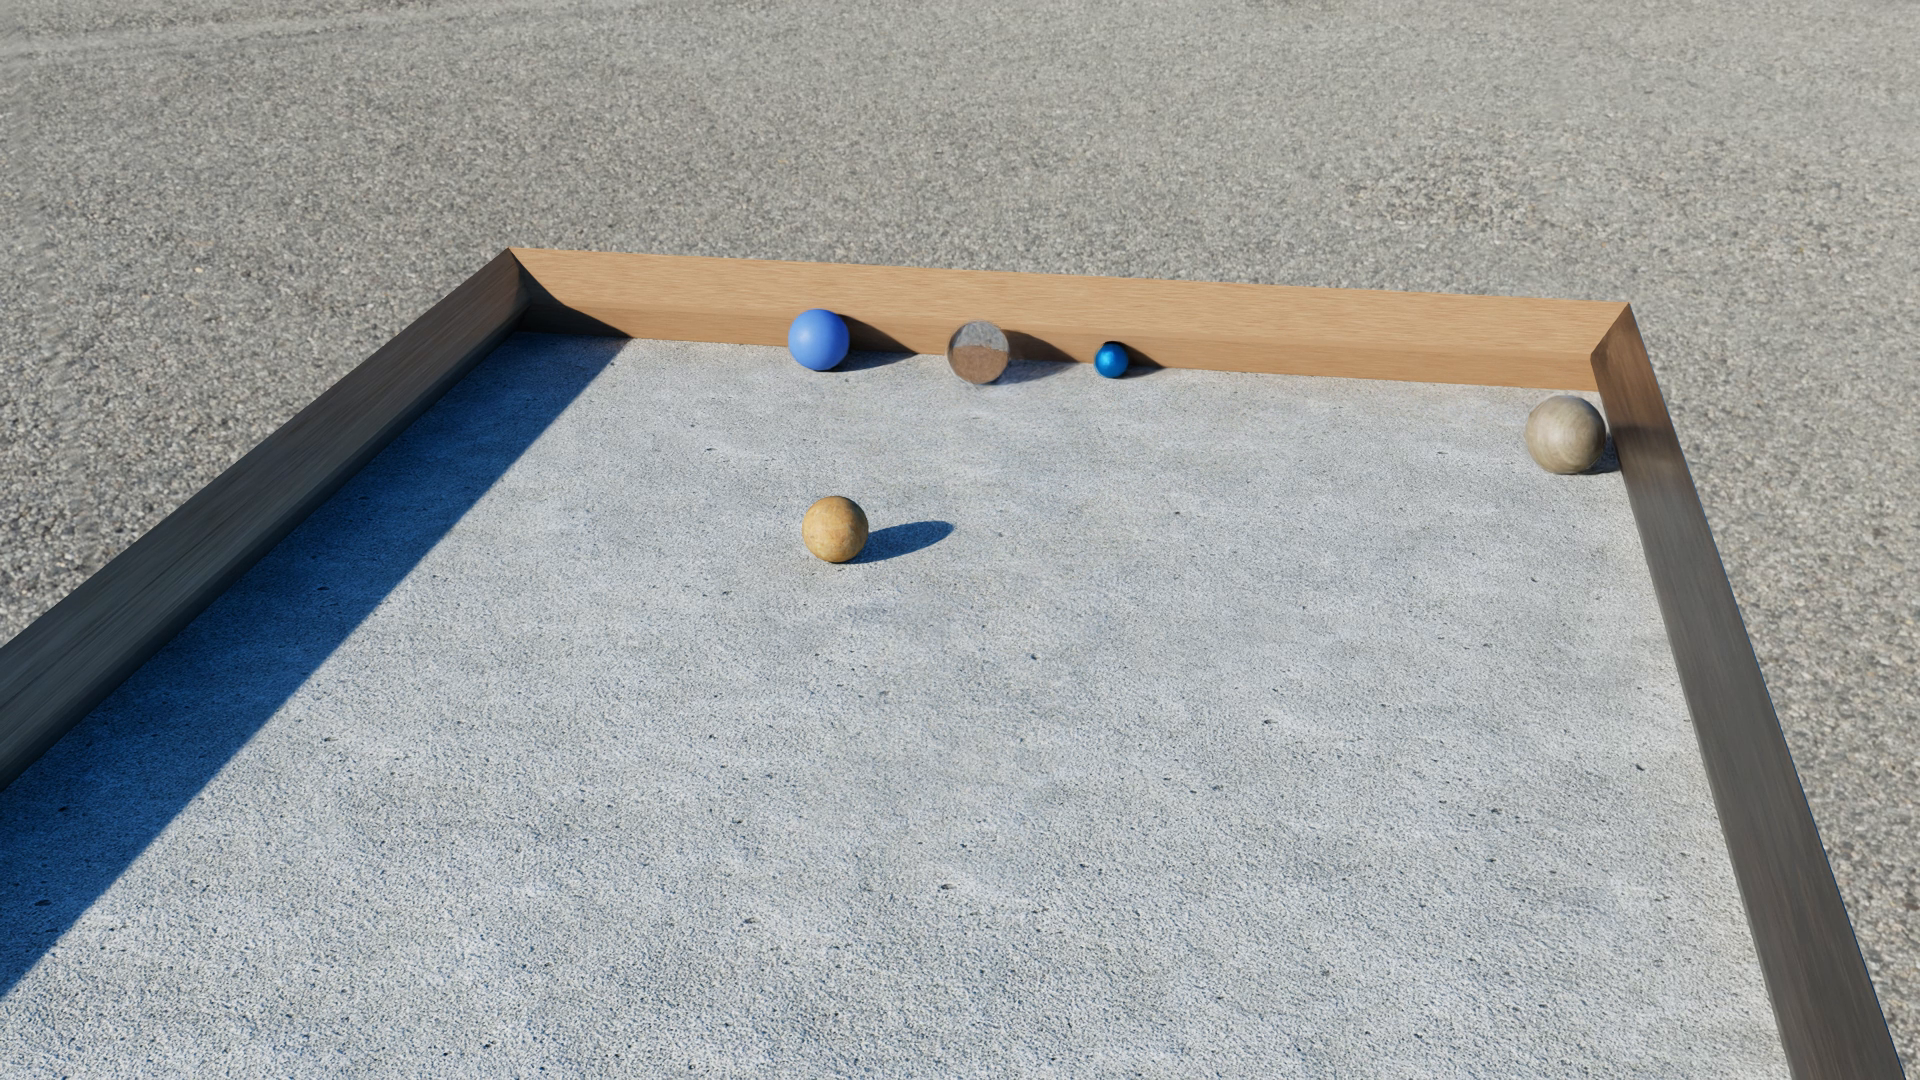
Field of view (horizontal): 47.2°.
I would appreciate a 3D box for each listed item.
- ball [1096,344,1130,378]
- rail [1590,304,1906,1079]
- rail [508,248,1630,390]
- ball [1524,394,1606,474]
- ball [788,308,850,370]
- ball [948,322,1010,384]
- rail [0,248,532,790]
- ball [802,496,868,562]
[{"bbox_3d":[0.196,-0.230,2.827,0.044,0.044,0.044,0,24,0],"label":"ball"},{"bbox_3d":[0.586,0.293,1.551,0.045,0.117,2.690,4,24,9],"label":"rail"},{"bbox_3d":[0.108,-0.282,2.851,1.464,0.117,0.045,4,24,9],"label":"rail"},{"bbox_3d":[0.694,-0.121,2.523,0.090,0.090,0.090,0,24,0],"label":"ball"},{"bbox_3d":[-0.182,-0.259,2.849,0.080,0.080,0.080,0,24,0],"label":"ball"},{"bbox_3d":[0.024,-0.239,2.802,0.079,0.079,0.079,0,24,0],"label":"ball"},{"bbox_3d":[-0.811,0.197,1.768,0.045,0.117,2.690,4,24,9],"label":"rail"},{"bbox_3d":[-0.130,-0.011,2.300,0.070,0.070,0.070,0,24,0],"label":"ball"}]
